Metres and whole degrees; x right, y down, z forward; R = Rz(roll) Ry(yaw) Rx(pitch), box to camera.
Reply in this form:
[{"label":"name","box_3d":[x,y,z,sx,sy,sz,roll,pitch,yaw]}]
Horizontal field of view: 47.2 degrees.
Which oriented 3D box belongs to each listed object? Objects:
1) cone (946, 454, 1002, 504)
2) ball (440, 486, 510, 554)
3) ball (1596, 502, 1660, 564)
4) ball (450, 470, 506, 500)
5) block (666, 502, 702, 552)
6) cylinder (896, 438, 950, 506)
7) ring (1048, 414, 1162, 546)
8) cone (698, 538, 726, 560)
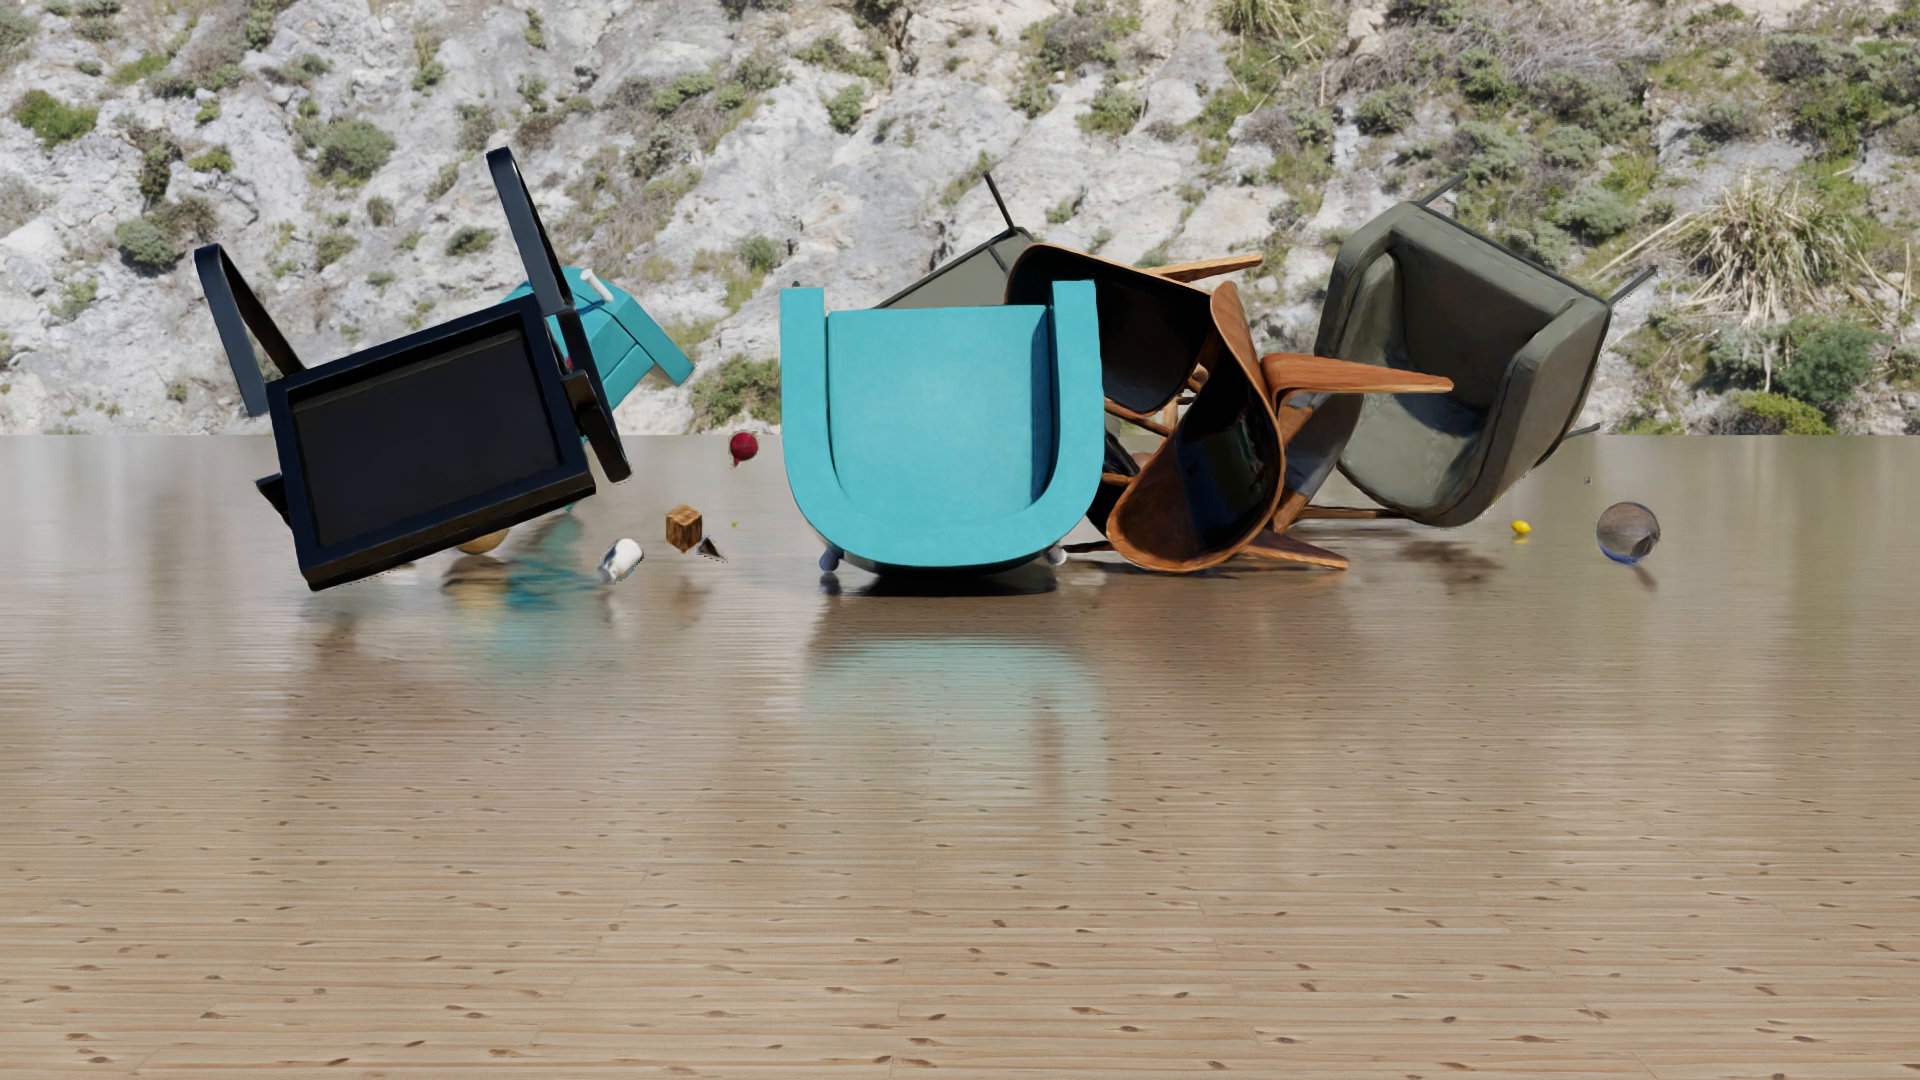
[{"label":"cone","box_3d":[0.025,-0.144,5.855,0.157,0.133,0.185,-29,8,13]},{"label":"ball","box_3d":[-1.317,-0.055,5.977,0.188,0.188,0.188,0,4,0]},{"label":"ball","box_3d":[1.719,-0.019,5.660,0.160,0.160,0.160,0,4,0]},{"label":"ball","box_3d":[-1.594,-0.139,7.271,0.179,0.179,0.179,0,4,0]},{"label":"block","box_3d":[-0.704,-0.032,5.611,0.064,0.092,0.063,33,48,24]},{"label":"cylinder","box_3d":[-0.141,-0.260,8.359,0.192,0.255,0.121,0,-3,-9]},{"label":"ring","box_3d":[0.391,-0.160,5.938,0.165,0.402,0.387,-37,-28,10]},{"label":"cone","box_3d":[-0.617,0.032,5.531,0.074,0.042,0.073,35,-13,-12]}]
